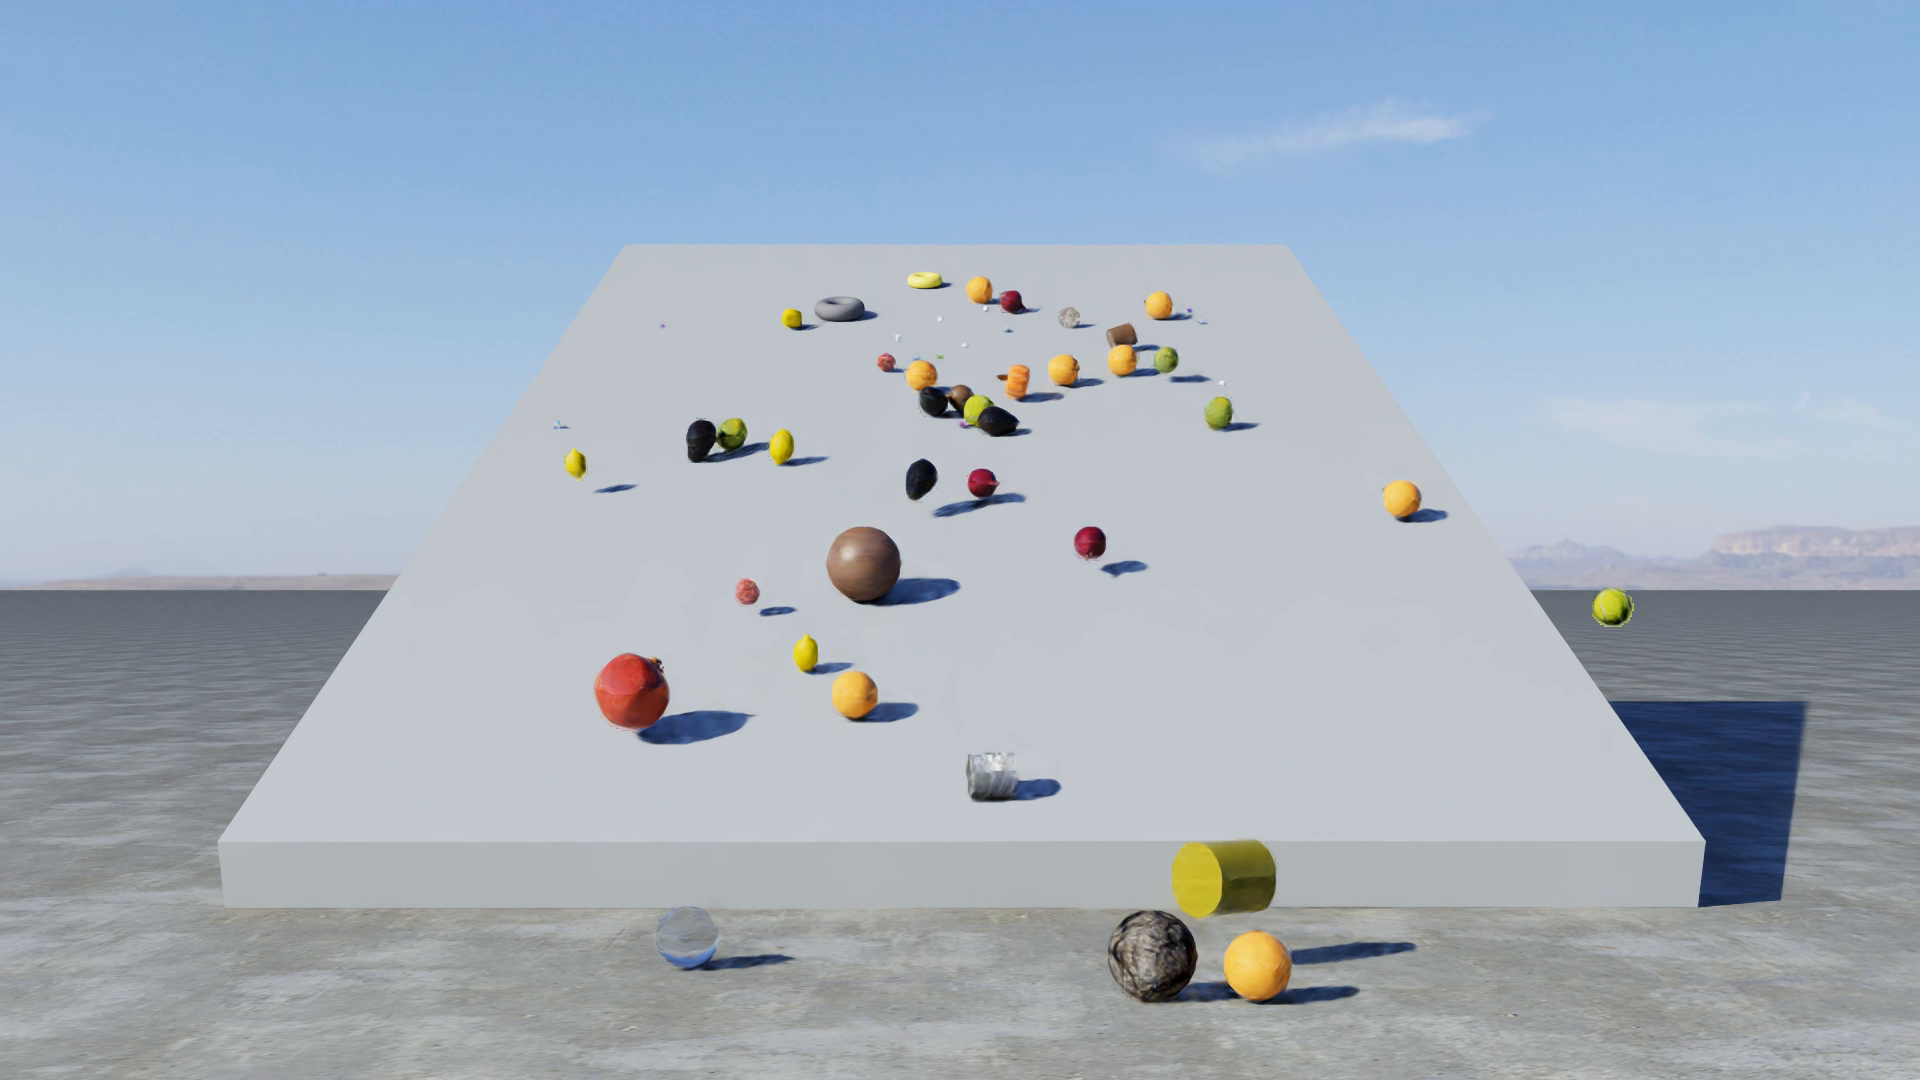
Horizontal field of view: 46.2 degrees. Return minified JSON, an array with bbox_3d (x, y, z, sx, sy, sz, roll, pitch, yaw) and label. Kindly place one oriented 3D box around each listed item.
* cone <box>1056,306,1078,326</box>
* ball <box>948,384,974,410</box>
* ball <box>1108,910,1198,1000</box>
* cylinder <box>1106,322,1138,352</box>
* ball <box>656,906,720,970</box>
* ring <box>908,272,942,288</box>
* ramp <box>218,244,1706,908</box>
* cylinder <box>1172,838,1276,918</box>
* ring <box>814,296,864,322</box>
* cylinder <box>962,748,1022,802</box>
[{"bbox_3d":[0.285,-0.568,5.820,0.057,0.057,0.057,0,-30,24],"label":"cone"},{"bbox_3d":[0.002,-0.318,5.022,0.058,0.058,0.058,0,-1,0],"label":"ball"},{"bbox_3d":[0.203,0.439,2.382,0.095,0.095,0.095,0,-1,0],"label":"ball"},{"bbox_3d":[0.399,-0.501,5.559,0.057,0.057,0.057,-25,6,-15],"label":"cylinder"},{"bbox_3d":[-0.312,0.455,2.577,0.072,0.072,0.072,0,-1,0],"label":"ball"},{"bbox_3d":[-0.098,-0.722,6.258,0.098,0.033,0.098,-1,18,0],"label":"ring"},{"bbox_3d":[-0.004,-0.197,4.933,2.000,0.100,4.000,0,19,0],"label":"ramp"},{"bbox_3d":[0.302,0.386,2.572,0.085,0.085,0.085,2,-2,-37],"label":"cylinder"},{"bbox_3d":[-0.316,-0.606,5.902,0.133,0.044,0.133,-1,20,0],"label":"ring"},{"bbox_3d":[0.044,0.329,3.149,0.061,0.061,0.061,19,-7,-17],"label":"cylinder"}]
